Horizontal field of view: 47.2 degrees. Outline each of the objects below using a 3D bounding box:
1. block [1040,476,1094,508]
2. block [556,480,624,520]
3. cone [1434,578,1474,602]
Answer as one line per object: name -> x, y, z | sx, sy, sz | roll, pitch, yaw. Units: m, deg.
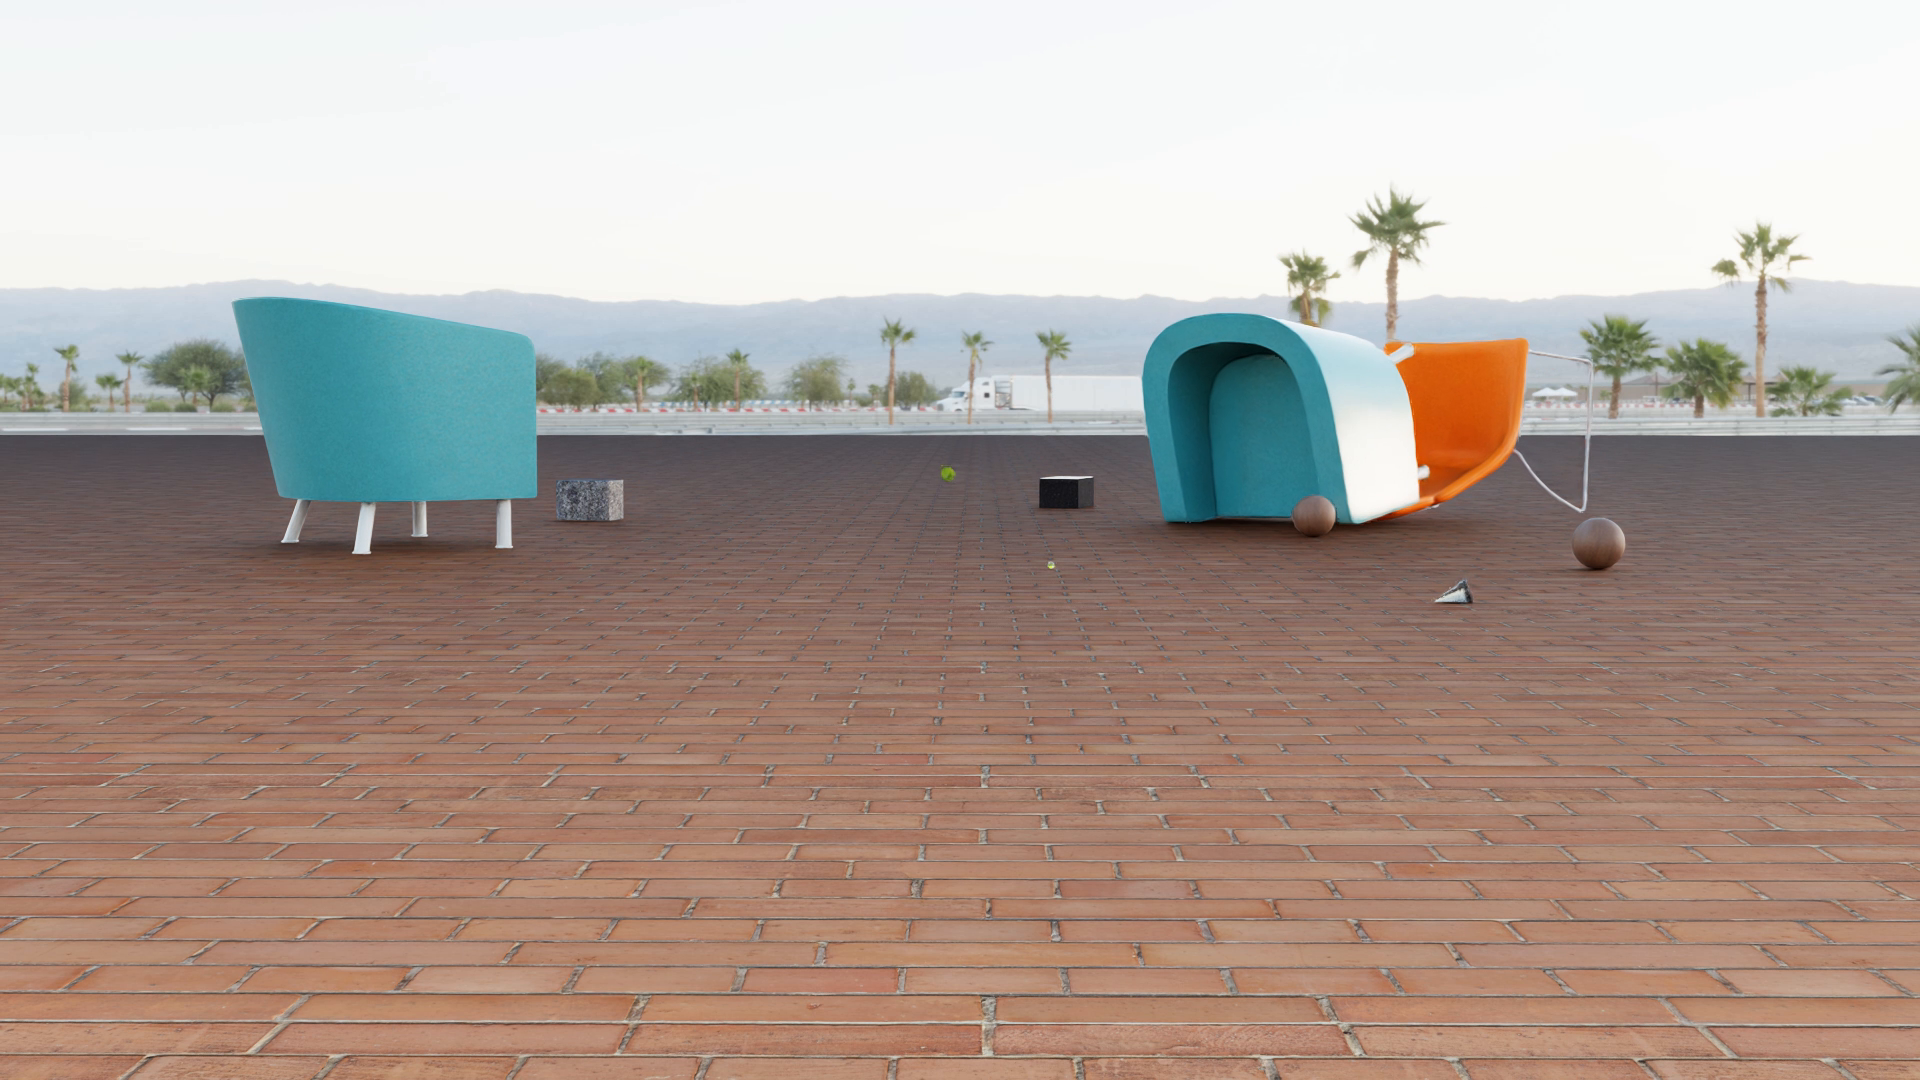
block -> 0.407, -0.182, 8.385 | 0.153, 0.111, 0.209 | 1, 4, 19
block -> -1.276, -0.139, 7.586 | 0.192, 0.135, 0.132 | 1, 4, 13
cone -> 1.034, 0.118, 4.633 | 0.080, 0.053, 0.079 | -18, -2, 15
